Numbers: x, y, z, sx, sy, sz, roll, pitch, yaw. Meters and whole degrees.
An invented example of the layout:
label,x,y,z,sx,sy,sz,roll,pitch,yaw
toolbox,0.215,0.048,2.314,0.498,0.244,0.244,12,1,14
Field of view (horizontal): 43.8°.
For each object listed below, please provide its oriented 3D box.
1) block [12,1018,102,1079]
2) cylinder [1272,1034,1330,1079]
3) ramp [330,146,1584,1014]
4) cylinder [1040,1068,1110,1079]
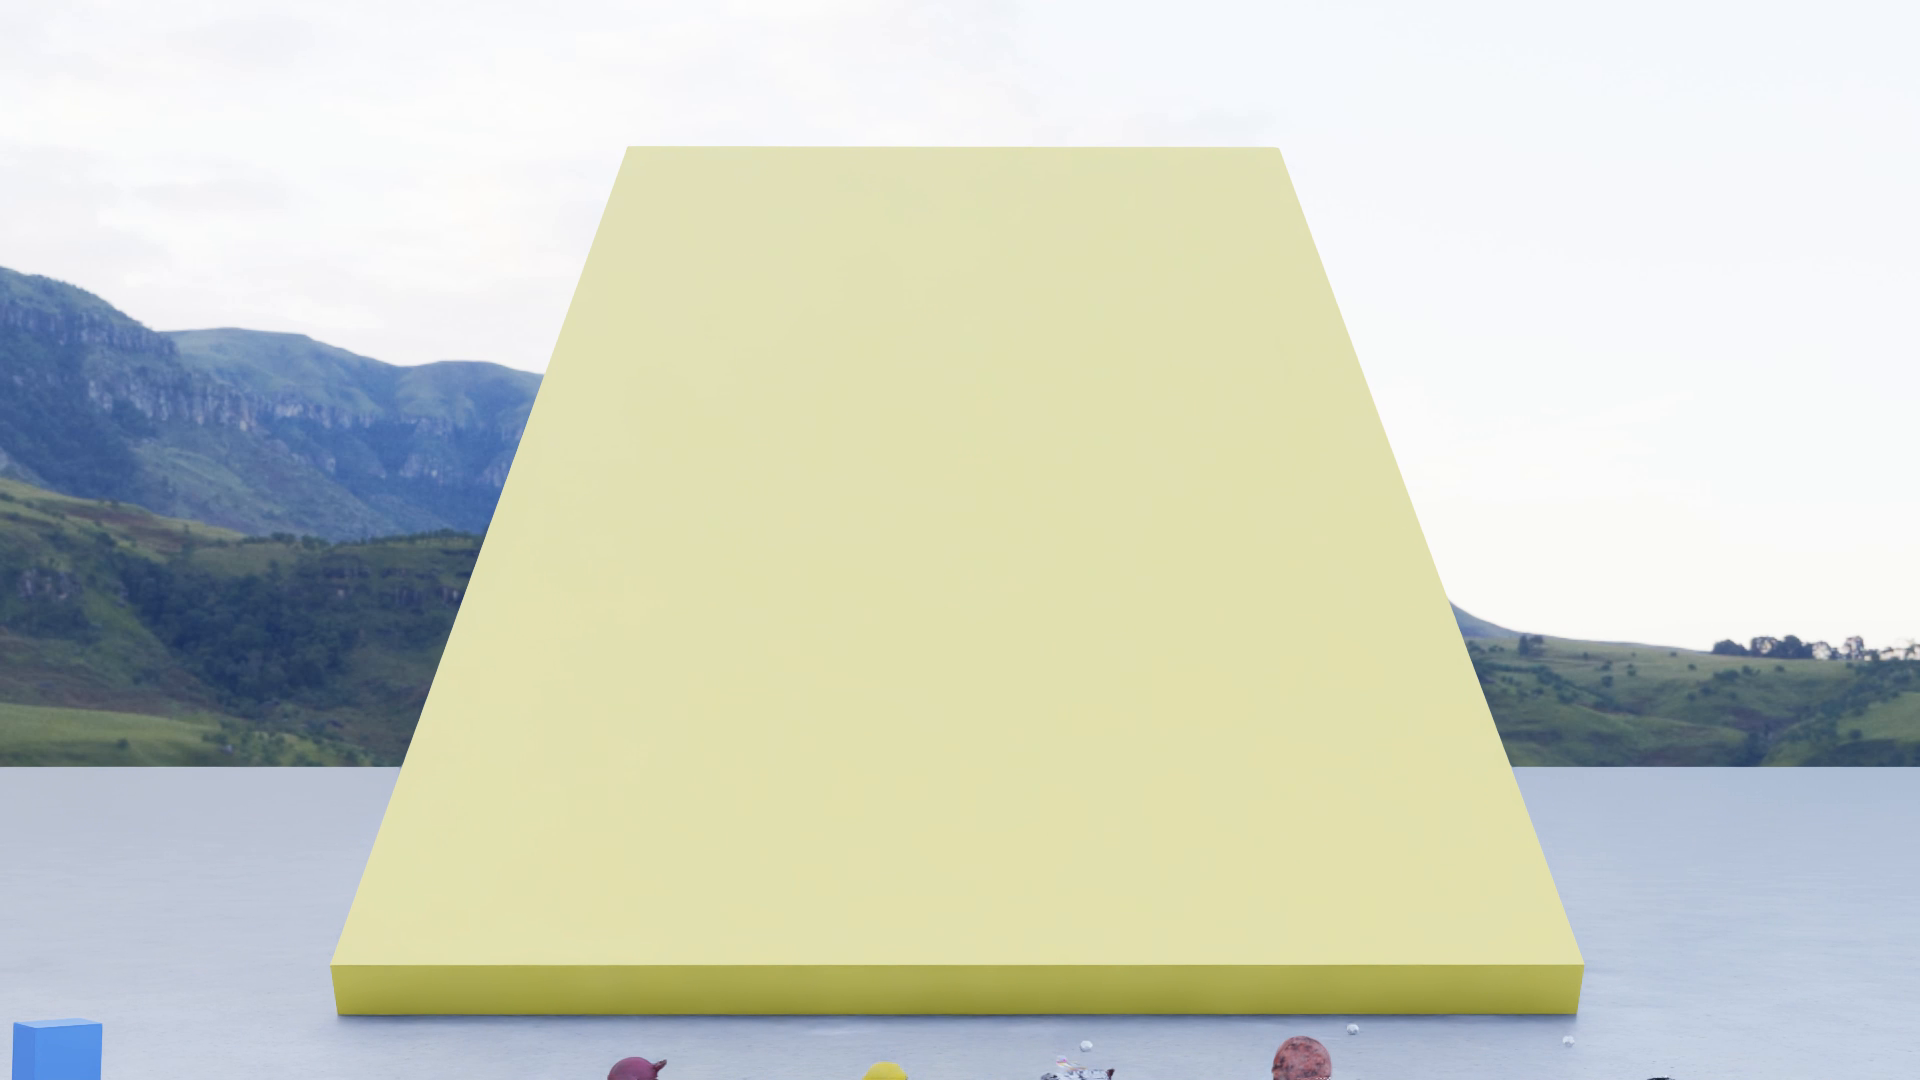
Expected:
label,x,y,z,sx,sy,sz,roll,pitch,yaw
block,-1.125,0.643,2.975,0.082,0.082,0.082,4,-7,-39
cylinder,0.416,0.643,2.907,0.070,0.070,0.070,-1,-4,9
ramp,-0.011,-0.222,5.594,2.000,0.100,4.000,0,28,0
cylinder,0.127,0.621,2.647,0.065,0.065,0.065,4,-7,-36
